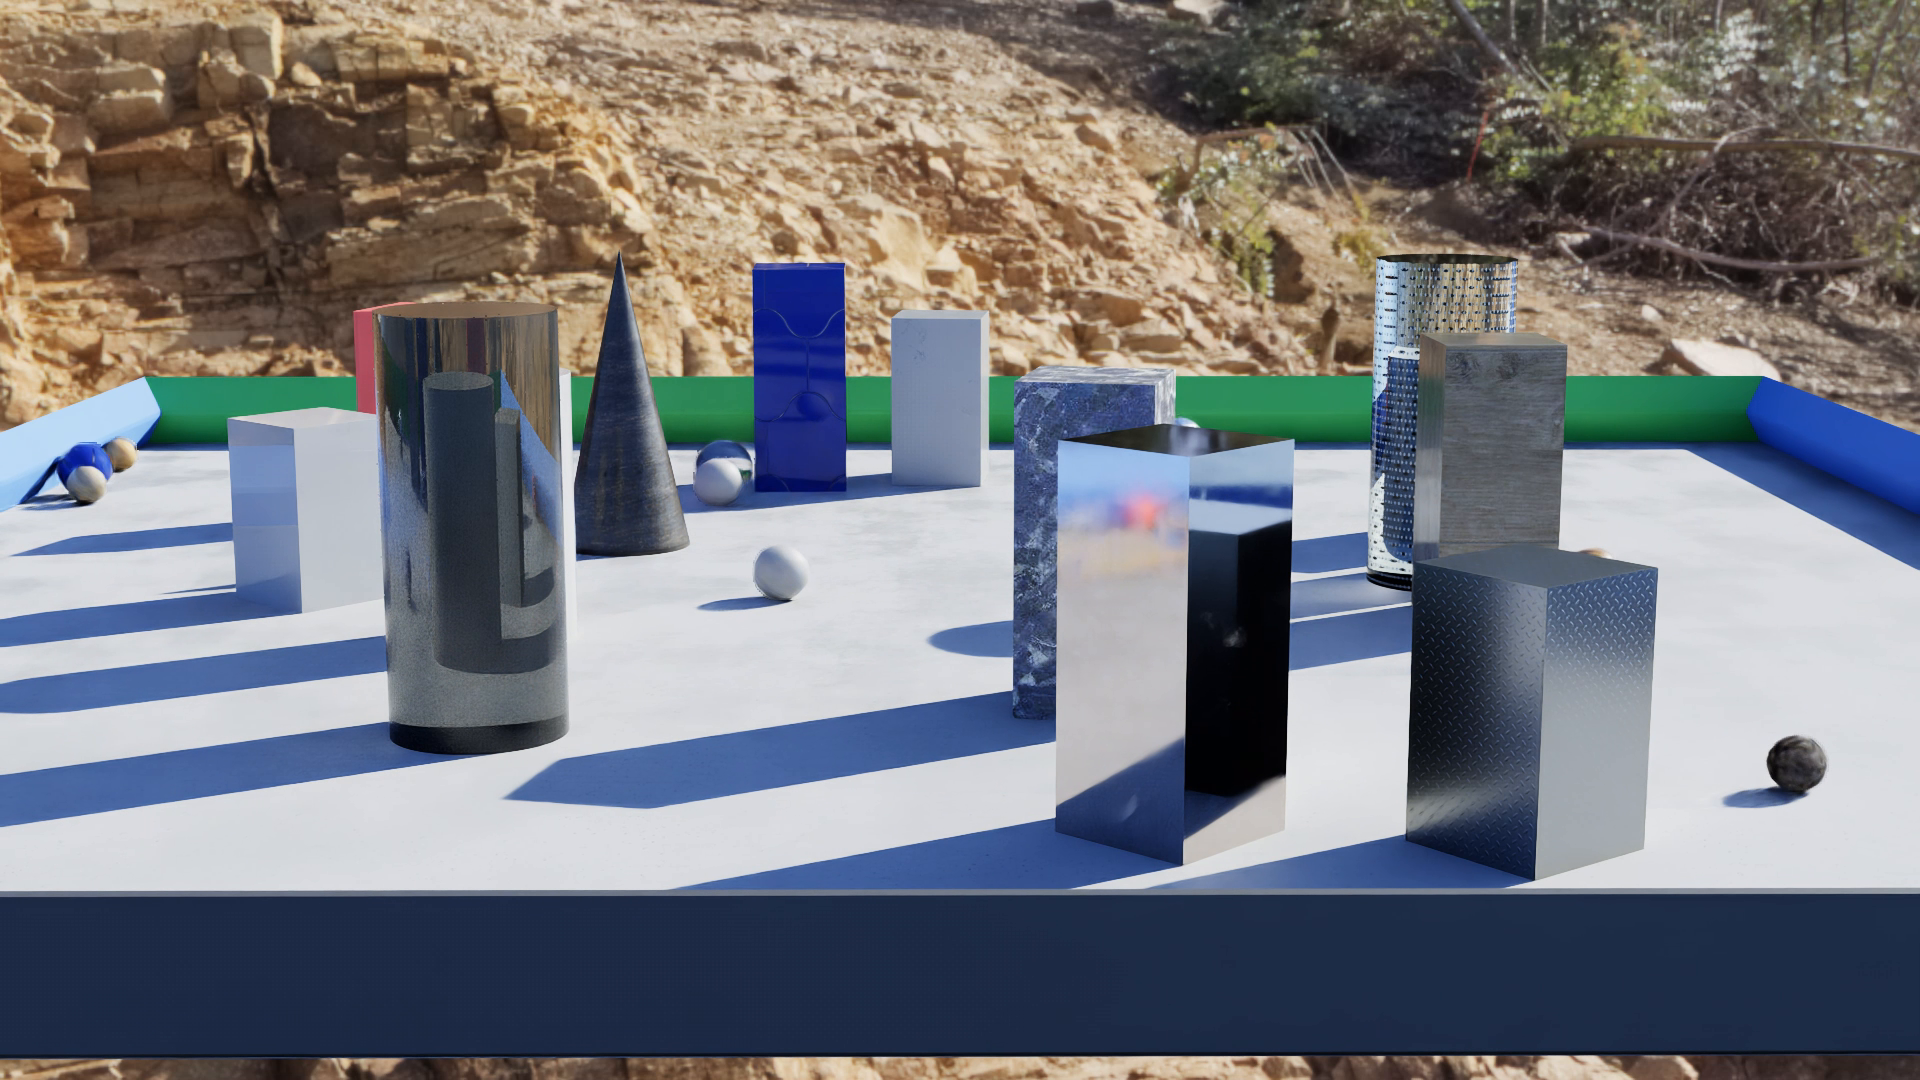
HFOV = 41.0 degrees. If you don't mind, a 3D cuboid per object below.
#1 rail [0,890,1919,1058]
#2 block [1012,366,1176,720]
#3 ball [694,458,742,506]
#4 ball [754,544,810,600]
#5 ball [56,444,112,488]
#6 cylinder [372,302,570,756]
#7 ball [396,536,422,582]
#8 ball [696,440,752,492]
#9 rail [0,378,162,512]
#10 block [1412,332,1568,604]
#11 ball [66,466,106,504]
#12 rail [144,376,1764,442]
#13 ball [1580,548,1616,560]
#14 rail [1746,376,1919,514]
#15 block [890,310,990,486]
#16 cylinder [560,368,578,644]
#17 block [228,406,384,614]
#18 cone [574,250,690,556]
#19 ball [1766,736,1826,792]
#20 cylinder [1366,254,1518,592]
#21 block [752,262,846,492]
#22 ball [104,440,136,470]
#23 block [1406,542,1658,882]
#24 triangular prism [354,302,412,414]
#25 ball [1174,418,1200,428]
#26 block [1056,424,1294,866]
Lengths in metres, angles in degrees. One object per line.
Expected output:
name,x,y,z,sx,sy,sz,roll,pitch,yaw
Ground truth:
rail,0.009,0.316,1.919,3.154,0.127,0.045,0,11,0
block,0.154,0.002,2.918,0.157,0.382,0.157,2,11,13
ball,-0.404,-0.096,4.280,0.080,0.080,0.080,0,11,0
ball,-0.246,0.044,3.532,0.076,0.076,0.076,0,11,0
ball,-1.494,-0.120,4.380,0.090,0.090,0.090,0,11,0
cylinder,-0.531,-0.018,2.795,0.196,0.467,0.196,0,11,0
ball,-0.793,0.028,3.651,0.066,0.066,0.066,0,11,0
ball,-0.402,-0.122,4.372,0.098,0.098,0.098,0,11,0
rail,-1.553,0.034,3.440,0.045,0.127,3.160,0,11,0
block,0.697,-0.080,3.392,0.157,0.372,0.157,0,11,-2
ball,-1.464,-0.092,4.300,0.064,0.064,0.064,0,11,0
rail,-0.009,-0.251,4.979,3.154,0.127,0.045,0,11,0
ball,0.873,0.046,3.538,0.071,0.071,0.071,0,11,0
rail,1.553,0.031,3.458,0.045,0.127,3.160,0,11,0
block,-0.034,-0.253,4.540,0.157,0.293,0.157,1,11,6
cylinder,-0.590,-0.042,3.266,0.196,0.343,0.196,0,11,0
block,-0.890,-0.044,3.533,0.157,0.251,0.157,9,14,41
cone,-0.513,-0.215,3.901,0.196,0.452,0.196,0,11,0
ball,0.848,0.227,2.600,0.058,0.058,0.058,0,11,0
cylinder,0.681,-0.168,3.630,0.196,0.458,0.196,0,11,0
block,-0.277,-0.285,4.472,0.157,0.382,0.157,0,11,-2
ball,-1.525,-0.154,4.653,0.058,0.058,0.058,0,11,0
block,0.533,0.156,2.401,0.157,0.270,0.157,-8,13,-37
triangular prism,-0.898,-0.212,4.193,0.170,0.340,0.147,-3,11,-15
ball,0.397,-0.173,4.647,0.098,0.098,0.098,0,11,0
block,0.202,0.093,2.435,0.157,0.380,0.157,10,14,43
